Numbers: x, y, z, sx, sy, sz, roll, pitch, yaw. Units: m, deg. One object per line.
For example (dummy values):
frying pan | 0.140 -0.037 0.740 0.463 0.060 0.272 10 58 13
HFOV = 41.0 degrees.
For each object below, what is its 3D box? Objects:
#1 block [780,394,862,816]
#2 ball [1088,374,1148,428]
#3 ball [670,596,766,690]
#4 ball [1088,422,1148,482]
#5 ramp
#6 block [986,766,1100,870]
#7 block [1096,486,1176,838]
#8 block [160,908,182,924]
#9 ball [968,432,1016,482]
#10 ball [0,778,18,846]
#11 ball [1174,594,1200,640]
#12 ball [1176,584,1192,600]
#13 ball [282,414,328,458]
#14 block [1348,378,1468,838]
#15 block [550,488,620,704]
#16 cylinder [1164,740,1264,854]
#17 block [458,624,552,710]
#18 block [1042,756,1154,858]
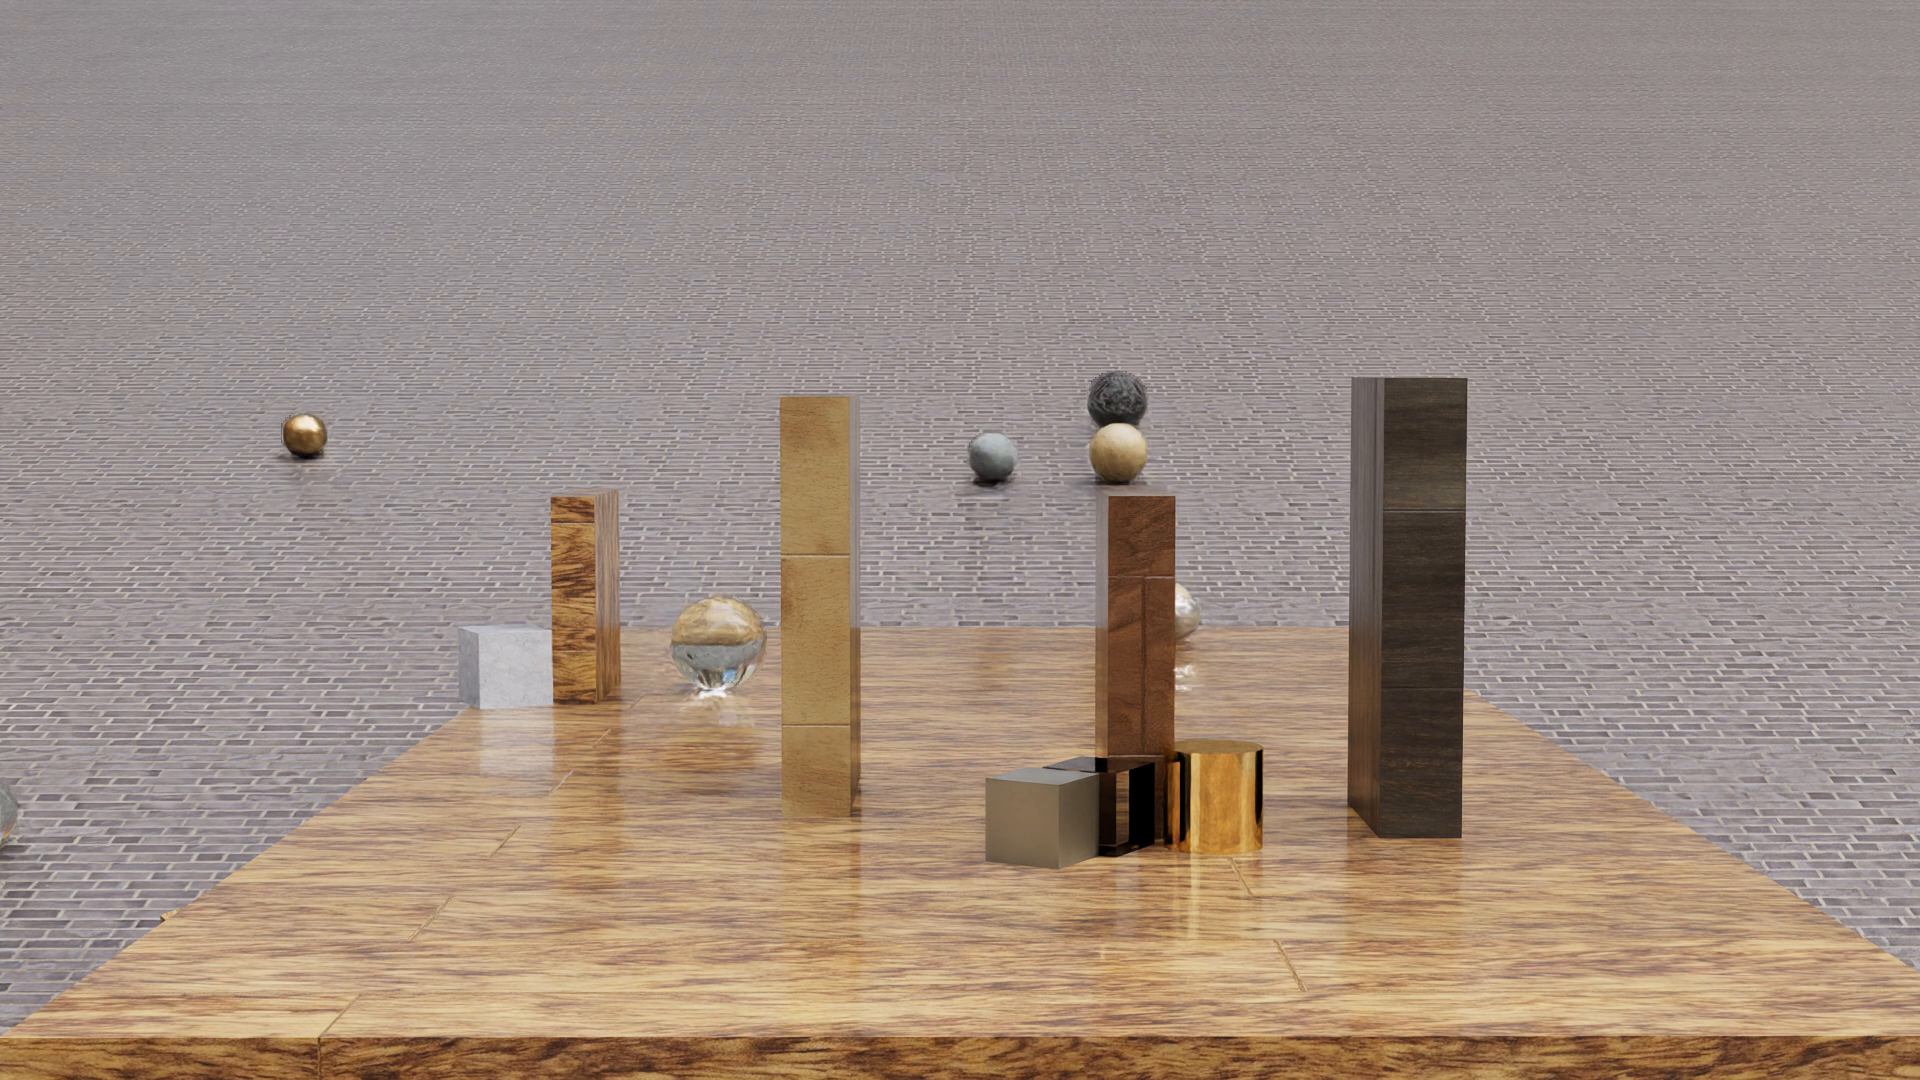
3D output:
block | -0.212 0.085 3.971 0.101 0.617 0.420 0 4 0
ball | 0.518 -0.450 8.455 0.198 0.198 0.198 0 19 0
ball | -0.494 0.211 5.246 0.195 0.195 0.195 0 19 0
ball | 0.492 -0.272 7.960 0.185 0.185 0.185 0 19 0
ramp | 0.045 0.406 4.538 2.000 0.100 4.000 0 4 0
block | 0.111 0.373 3.455 0.112 0.112 0.112 2 5 31
block | 0.253 0.169 3.743 0.094 0.482 0.316 0 4 0
block | -1.491 0.786 5.036 0.107 0.107 0.107 -17 25 -39
ball | 0.102 -0.258 7.975 0.150 0.150 0.150 0 19 0
ball | -2.115 0.586 5.501 0.181 0.181 0.181 0 19 0
ball | 0.529 0.187 6.235 0.108 0.108 0.108 0 19 0
ball | 0.521 0.166 6.420 0.124 0.124 0.124 0 19 0
ball | -2.096 -0.336 8.213 0.140 0.140 0.140 0 19 0
block | 0.646 0.087 3.729 0.115 0.645 0.297 0 4 0
block | -0.757 0.107 5.209 0.085 0.408 0.371 0 4 0
cylinder | 0.350 0.354 3.549 0.138 0.138 0.138 0 4 0
block | -0.898 0.248 5.064 0.147 0.147 0.147 -2 4 -27
block | 0.191 0.366 3.539 0.114 0.114 0.114 2 5 31
